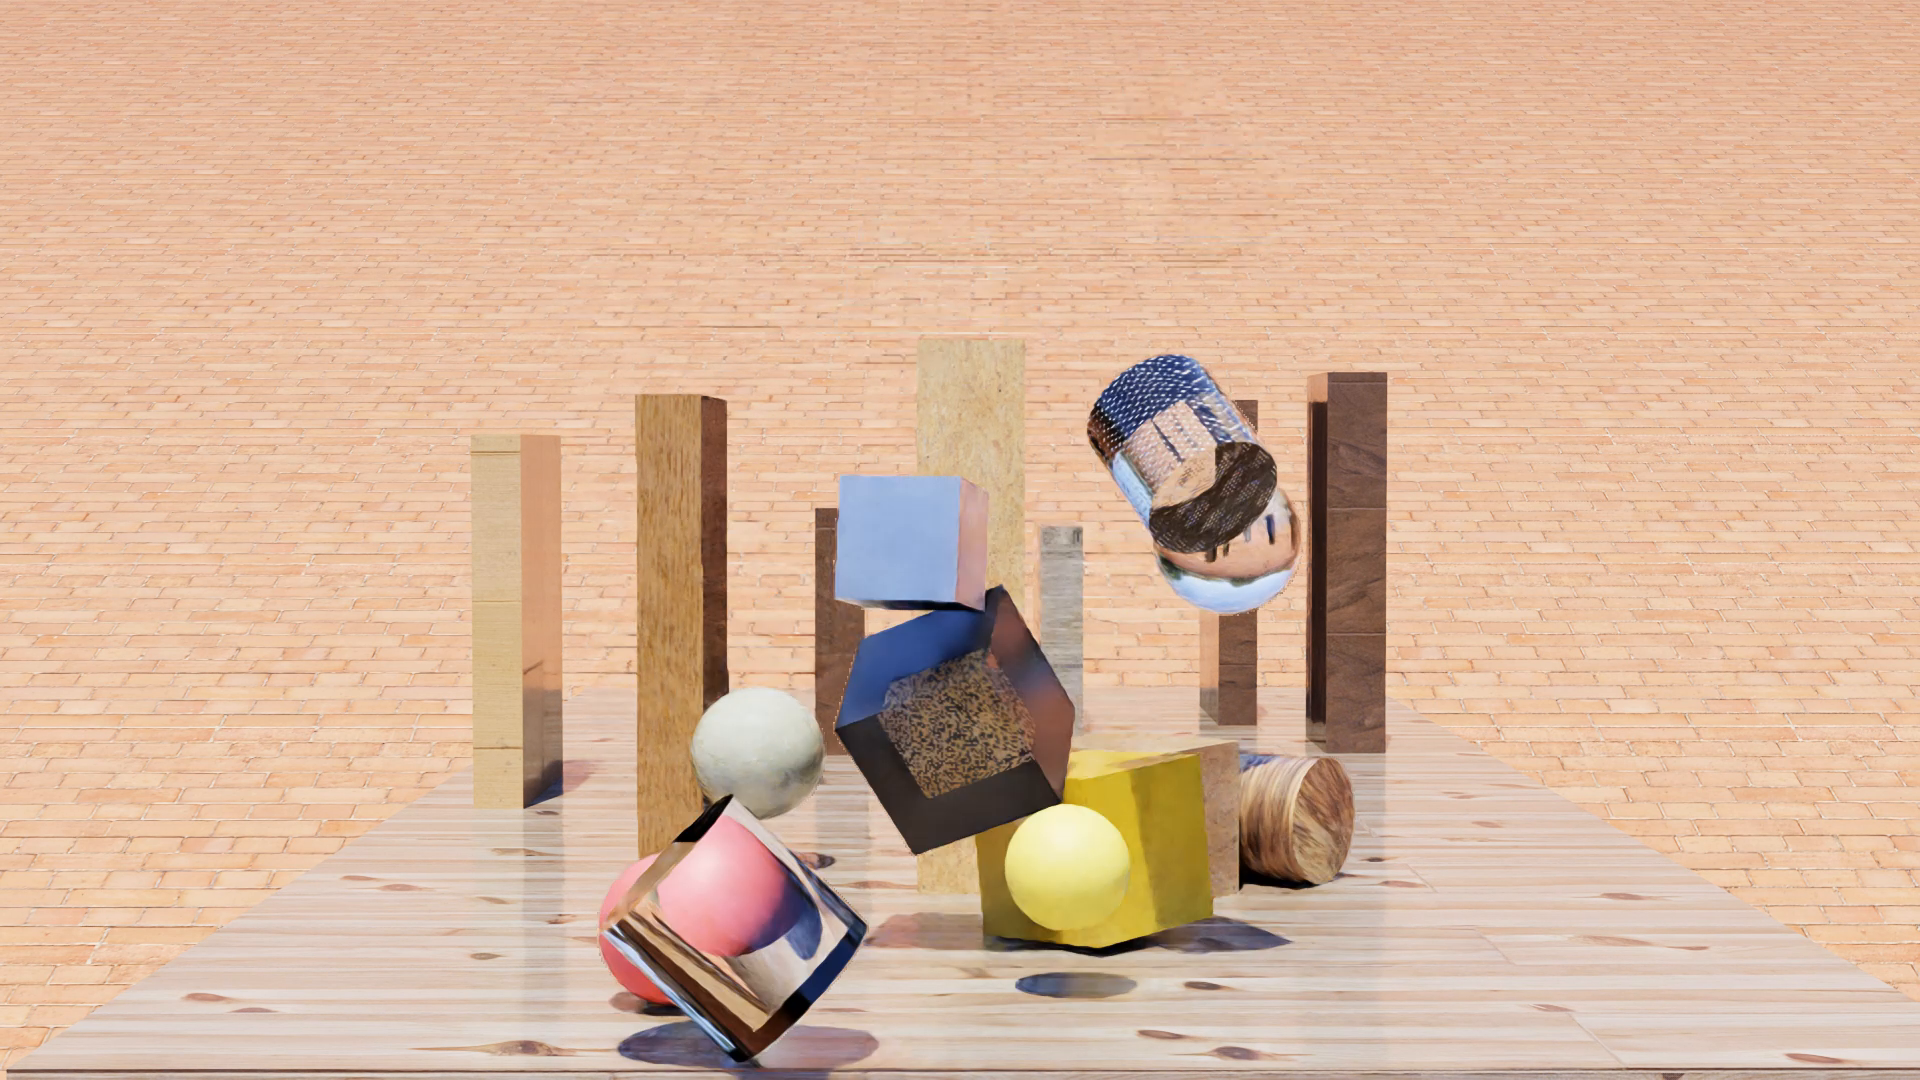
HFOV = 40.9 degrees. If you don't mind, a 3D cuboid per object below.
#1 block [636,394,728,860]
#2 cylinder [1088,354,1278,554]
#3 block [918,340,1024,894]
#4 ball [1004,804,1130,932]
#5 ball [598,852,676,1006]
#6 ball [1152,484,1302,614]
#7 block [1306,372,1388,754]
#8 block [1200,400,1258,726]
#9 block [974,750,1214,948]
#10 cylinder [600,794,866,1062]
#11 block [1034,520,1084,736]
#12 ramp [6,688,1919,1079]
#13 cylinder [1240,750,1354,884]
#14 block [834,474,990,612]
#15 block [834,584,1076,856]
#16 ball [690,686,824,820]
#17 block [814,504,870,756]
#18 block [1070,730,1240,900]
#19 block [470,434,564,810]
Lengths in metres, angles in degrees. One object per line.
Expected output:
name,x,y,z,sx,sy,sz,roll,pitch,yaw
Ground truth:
block,-0.427,0.124,3.992,0.096,0.689,0.423,0,2,0
cylinder,0.256,-0.100,2.981,0.164,0.164,0.164,-10,45,-22
block,0.015,0.101,3.656,0.147,0.759,0.266,0,2,0
ball,0.120,0.366,2.878,0.141,0.141,0.141,0,24,0
ball,-0.313,0.427,2.832,0.169,0.169,0.169,0,24,0
ball,0.372,-0.001,3.588,0.207,0.207,0.207,0,24,0
block,0.790,0.041,5.280,0.119,0.761,0.300,0,2,0
block,0.610,0.042,5.869,0.085,0.715,0.441,0,2,0
block,0.164,0.382,3.226,0.204,0.204,0.204,-7,3,-42
cylinder,-0.227,0.389,2.589,0.190,0.190,0.190,45,28,-6
block,0.213,0.187,5.605,0.090,0.445,0.442,0,2,0
ramp,0.055,0.499,4.546,2.000,0.100,4.000,0,2,0
cylinder,0.439,0.392,3.660,0.177,0.177,0.177,2,20,37
block,-0.055,0.005,3.065,0.146,0.146,0.146,1,-6,14
block,-0.001,0.219,3.138,0.201,0.201,0.201,-22,25,19
ball,-0.293,0.309,3.736,0.194,0.194,0.194,0,24,0
block,-0.238,0.178,5.239,0.098,0.492,0.264,0,2,0
block,0.236,0.381,3.521,0.210,0.210,0.210,2,3,38
block,-0.782,0.131,4.573,0.084,0.635,0.444,0,2,0
